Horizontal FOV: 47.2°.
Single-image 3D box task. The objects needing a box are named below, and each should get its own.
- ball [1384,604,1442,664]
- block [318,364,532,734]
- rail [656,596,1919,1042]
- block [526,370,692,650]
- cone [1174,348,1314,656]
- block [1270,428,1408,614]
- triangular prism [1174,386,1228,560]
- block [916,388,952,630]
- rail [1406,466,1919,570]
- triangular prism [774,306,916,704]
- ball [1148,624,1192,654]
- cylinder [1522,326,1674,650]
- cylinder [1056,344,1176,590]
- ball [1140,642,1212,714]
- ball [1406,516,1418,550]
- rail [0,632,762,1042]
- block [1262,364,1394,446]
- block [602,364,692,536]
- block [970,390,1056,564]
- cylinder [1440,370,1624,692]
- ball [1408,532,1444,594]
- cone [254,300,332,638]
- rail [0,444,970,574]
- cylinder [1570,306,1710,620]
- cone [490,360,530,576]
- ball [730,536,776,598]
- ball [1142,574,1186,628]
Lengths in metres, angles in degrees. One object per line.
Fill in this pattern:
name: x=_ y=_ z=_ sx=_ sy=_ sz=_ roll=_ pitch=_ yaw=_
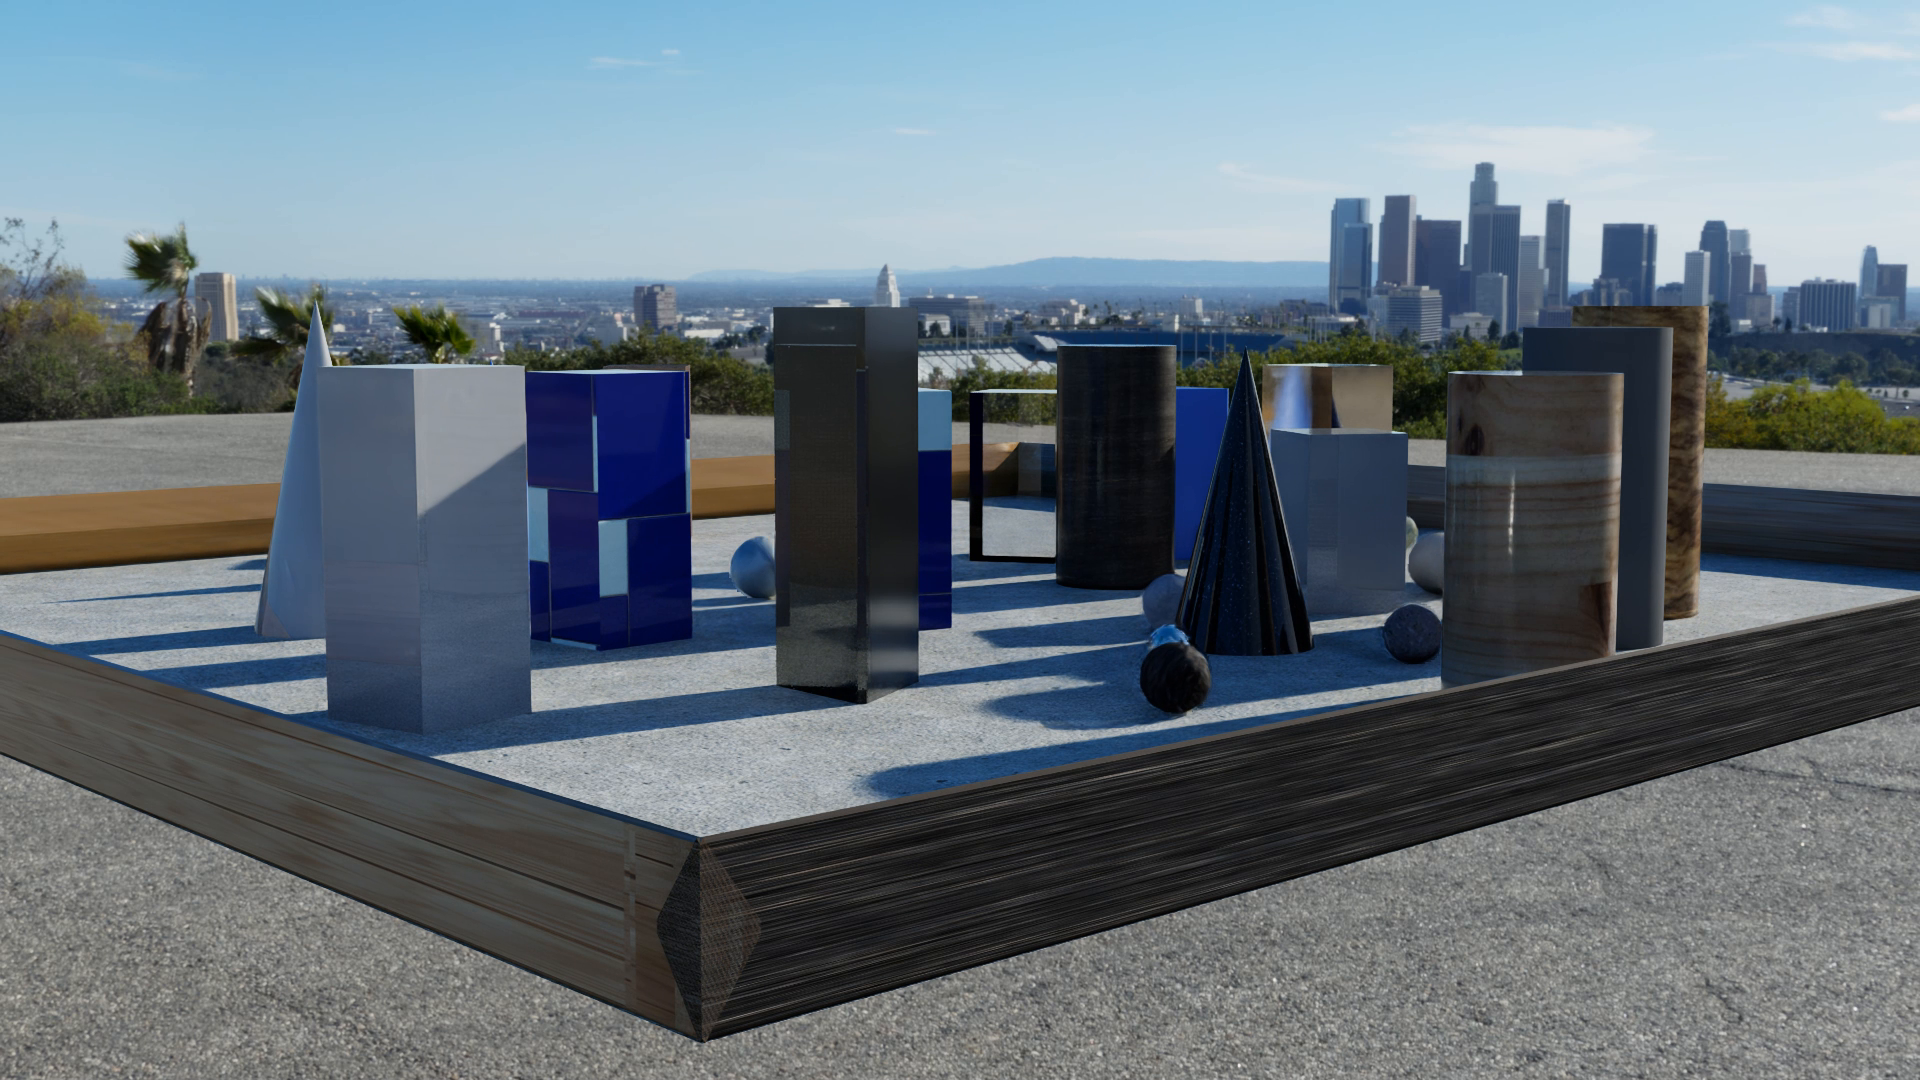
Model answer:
ball: x=0.570 y=0.119 z=2.767 sx=0.074 sy=0.074 sz=0.074 roll=0 pitch=6 yaw=0
block: x=-0.581 y=0.003 z=2.394 sx=0.154 sy=0.383 sz=0.154 roll=4 pitch=7 yaw=35
rail: x=0.915 y=0.136 z=2.346 sx=2.961 sy=0.125 sz=0.045 roll=-6 pitch=8 yaw=-42
block: x=-0.472 y=-0.046 z=2.961 sx=0.154 sy=0.361 sz=0.154 roll=6 pitch=8 yaw=43
cone: x=0.375 y=-0.058 z=2.905 sx=0.193 sy=0.397 sz=0.193 roll=0 pitch=6 yaw=0
block: x=0.563 y=-0.031 z=3.288 sx=0.154 sy=0.263 sz=0.154 roll=-1 pitch=6 yaw=-13
triangular prism: x=0.380 y=-0.123 z=3.973 sx=0.167 sy=0.304 sz=0.145 roll=-1 pitch=6 yaw=-12
block: x=-0.111 y=-0.046 z=3.104 sx=0.154 sy=0.331 sz=0.154 roll=-2 pitch=6 yaw=-21
rail: x=1.071 y=-0.071 z=4.314 sx=0.045 sy=0.125 sz=2.746 roll=-6 pitch=8 yaw=-42
triangular prism: x=-0.108 y=-0.048 z=2.572 sx=0.145 sy=0.446 sz=0.167 roll=-5 pitch=8 yaw=-40
ball: x=0.260 y=0.132 z=2.727 sx=0.055 sy=0.055 sz=0.055 roll=0 pitch=6 yaw=0
cylinder: x=0.849 y=-0.075 z=2.951 sx=0.193 sy=0.420 sz=0.193 roll=0 pitch=6 yaw=0
cylinder: x=0.253 y=-0.122 z=3.566 sx=0.193 sy=0.386 sz=0.193 roll=0 pitch=6 yaw=0
ball: x=0.238 y=0.152 z=2.430 sx=0.079 sy=0.079 sz=0.079 roll=0 pitch=6 yaw=0
ball: x=0.809 y=-0.013 z=4.053 sx=0.068 sy=0.068 sz=0.068 roll=0 pitch=6 yaw=0
rail: x=-1.071 y=0.136 z=2.350 sx=0.045 sy=0.125 sz=2.746 roll=-6 pitch=8 yaw=-42
block: x=0.620 y=-0.121 z=3.724 sx=0.154 sy=0.350 sz=0.154 roll=-5 pitch=8 yaw=-39
block: x=-0.599 y=-0.167 z=4.230 sx=0.154 sy=0.336 sz=0.154 roll=0 pitch=6 yaw=-4
block: x=0.111 y=-0.117 z=3.934 sx=0.154 sy=0.298 sz=0.154 roll=2 pitch=6 yaw=14
cylinder: x=0.649 y=-0.003 z=2.500 sx=0.193 sy=0.372 sz=0.193 roll=0 pitch=6 yaw=0
ball: x=0.750 y=0.037 z=3.438 sx=0.096 sy=0.096 sz=0.096 roll=0 pitch=6 yaw=0
cone: x=-0.887 y=-0.105 z=3.050 sx=0.193 sy=0.460 sz=0.193 roll=0 pitch=6 yaw=0
rail: x=-0.915 y=-0.071 z=4.318 sx=2.961 sy=0.125 sz=0.045 roll=-6 pitch=8 yaw=-42
cylinder: x=0.990 y=-0.118 z=3.228 sx=0.193 sy=0.448 sz=0.193 roll=0 pitch=6 yaw=0
cone: x=-0.792 y=-0.127 z=3.735 sx=0.193 sy=0.360 sz=0.193 roll=0 pitch=6 yaw=0
ball: x=-0.306 y=0.043 z=3.389 sx=0.095 sy=0.095 sz=0.095 roll=0 pitch=6 yaw=0
ball: x=0.293 y=0.087 z=3.031 sx=0.081 sy=0.081 sz=0.081 roll=0 pitch=6 yaw=0
